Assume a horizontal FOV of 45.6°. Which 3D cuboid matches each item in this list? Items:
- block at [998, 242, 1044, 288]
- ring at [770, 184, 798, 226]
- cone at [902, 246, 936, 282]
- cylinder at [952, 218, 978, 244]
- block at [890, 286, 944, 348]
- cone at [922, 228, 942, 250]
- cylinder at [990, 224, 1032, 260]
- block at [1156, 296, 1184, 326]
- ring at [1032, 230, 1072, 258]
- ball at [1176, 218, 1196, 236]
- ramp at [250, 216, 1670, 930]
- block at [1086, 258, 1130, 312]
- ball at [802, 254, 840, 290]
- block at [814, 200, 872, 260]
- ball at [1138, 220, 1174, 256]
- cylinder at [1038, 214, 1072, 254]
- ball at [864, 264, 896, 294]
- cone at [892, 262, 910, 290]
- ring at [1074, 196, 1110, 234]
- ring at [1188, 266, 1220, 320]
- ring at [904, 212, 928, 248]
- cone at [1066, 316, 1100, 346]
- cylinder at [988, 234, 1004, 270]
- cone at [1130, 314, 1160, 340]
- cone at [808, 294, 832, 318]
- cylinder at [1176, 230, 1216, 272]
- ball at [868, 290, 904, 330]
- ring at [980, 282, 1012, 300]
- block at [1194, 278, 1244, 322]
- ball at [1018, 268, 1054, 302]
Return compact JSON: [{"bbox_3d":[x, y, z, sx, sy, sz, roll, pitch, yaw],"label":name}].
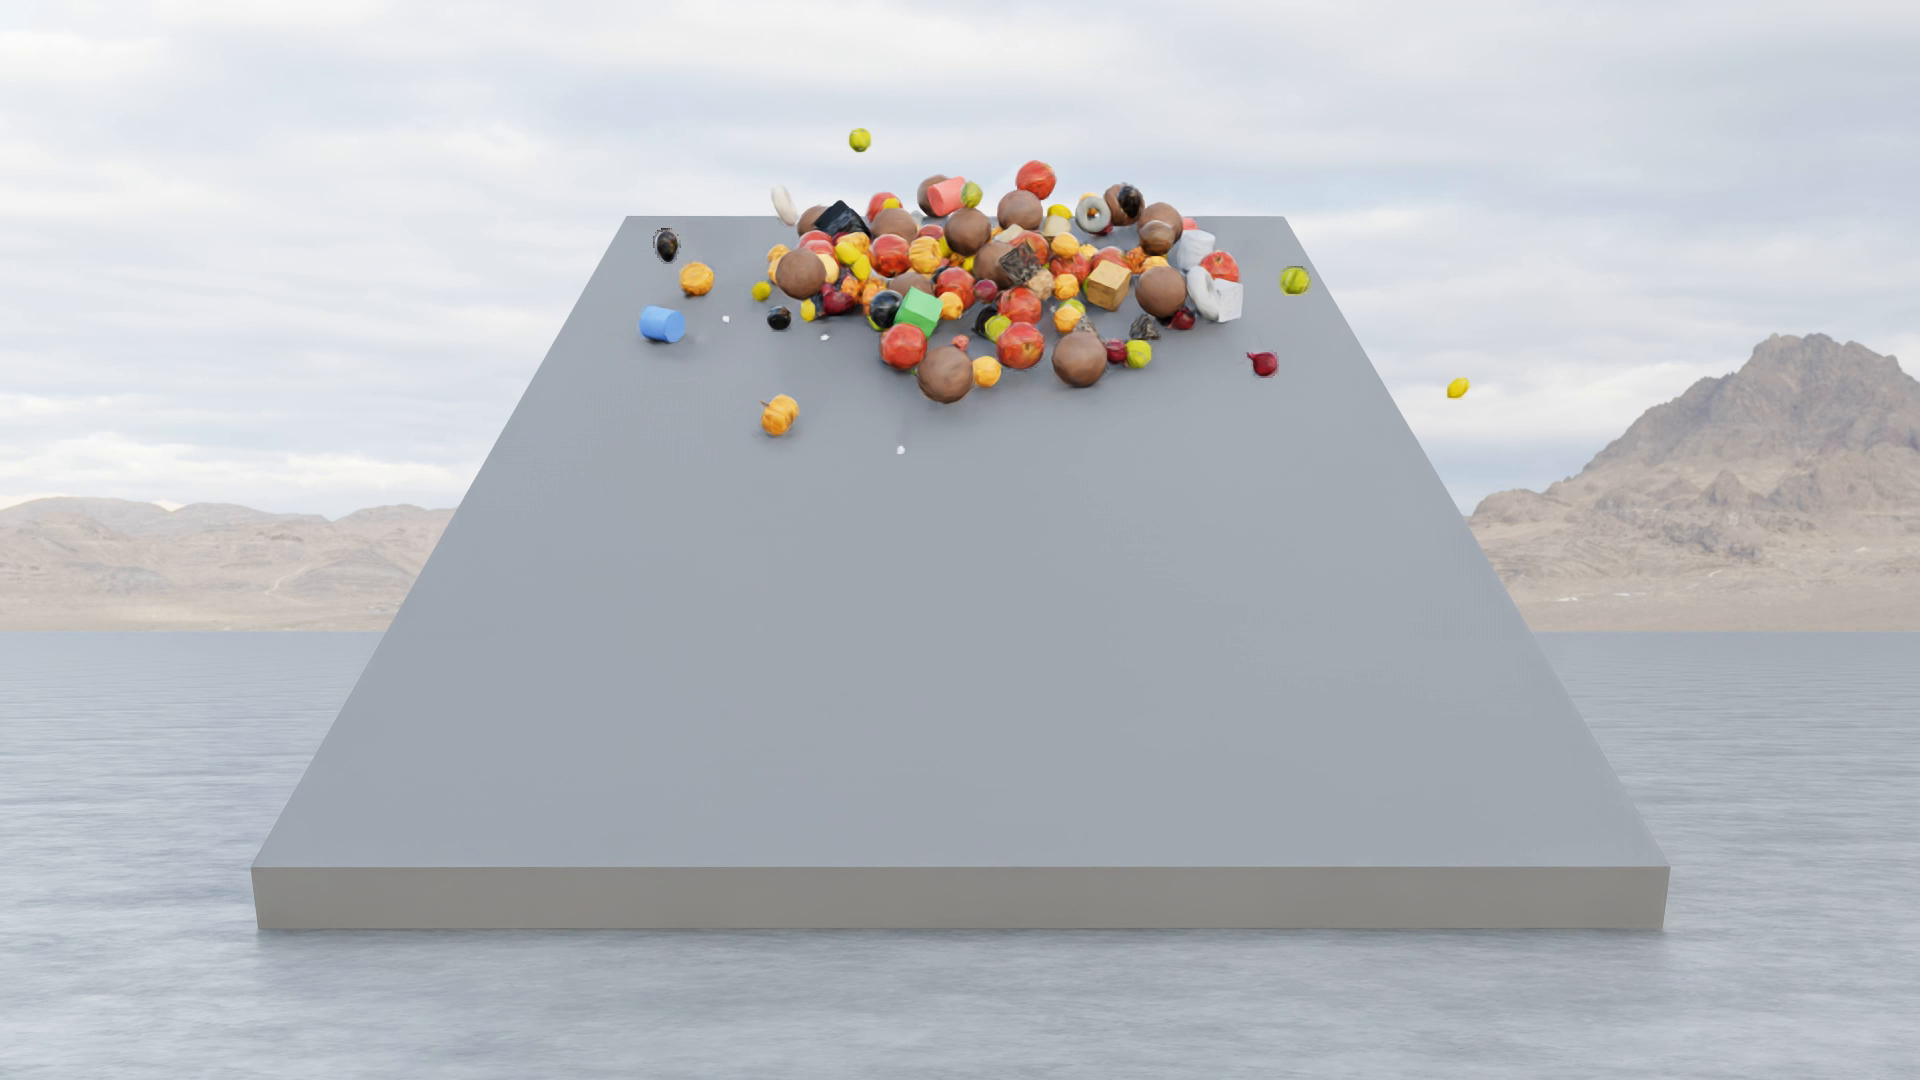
[{"bbox_3d":[0.152,-0.683,5.672,0.082,0.082,0.082,-34,2,3],"label":"block"},{"bbox_3d":[-0.474,-0.903,6.157,0.039,0.118,0.118,-22,-6,9],"label":"ring"},{"bbox_3d":[-0.134,-0.737,6.176,0.098,0.098,0.098,1,-6,-31],"label":"cone"},{"bbox_3d":[0.015,-0.871,6.430,0.053,0.053,0.053,27,1,0],"label":"cylinder"},{"bbox_3d":[-0.103,-0.533,5.461,0.087,0.087,0.087,25,-47,-10],"label":"block"},{"bbox_3d":[-0.088,-0.862,6.588,0.060,0.060,0.060,1,-5,-17],"label":"cone"},{"bbox_3d":[0.139,-0.796,6.169,0.080,0.080,0.080,-46,22,-26],"label":"cylinder"},{"bbox_3d":[0.536,-0.584,5.832,0.058,0.058,0.058,-4,22,-11],"label":"block"},{"bbox_3d":[0.259,-0.835,6.393,0.116,0.039,0.116,-11,-33,-7],"label":"ring"},{"bbox_3d":[0.662,-0.913,6.679,0.060,0.060,0.060,0,-2,0],"label":"ball"},{"bbox_3d":[-0.006,-0.216,5.099,2.000,0.100,4.000,0,21,0],"label":"ramp"},{"bbox_3d":[0.386,-0.662,5.936,0.082,0.082,0.082,25,-35,18],"label":"block"},{"bbox_3d":[-0.369,-0.709,6.040,0.098,0.098,0.098,0,-2,0],"label":"ball"},{"bbox_3d":[-0.328,-0.871,6.407,0.099,0.099,0.099,42,-8,42],"label":"block"},{"bbox_3d":[0.528,-0.809,6.137,0.097,0.097,0.097,0,-2,0],"label":"ball"},{"bbox_3d":[0.260,-0.837,6.254,0.074,0.074,0.074,13,-29,7],"label":"cylinder"},{"bbox_3d":[-0.213,-0.693,6.078,0.082,0.082,0.082,0,-2,0],"label":"ball"},{"bbox_3d":[-0.165,-0.717,6.156,0.070,0.070,0.070,0,21,0],"label":"cone"},{"bbox_3d":[0.383,-0.940,6.605,0.106,0.106,0.035,0,15,-5],"label":"ring"},{"bbox_3d":[0.611,-0.619,5.737,0.048,0.144,0.144,-18,-8,20],"label":"ring"},{"bbox_3d":[-0.126,-0.892,6.556,0.036,0.109,0.109,20,3,14],"label":"ring"},{"bbox_3d":[0.291,-0.503,5.653,0.079,0.079,0.079,-35,6,-12],"label":"cone"},{"bbox_3d":[0.124,-0.789,6.273,0.080,0.080,0.080,10,22,-4],"label":"cylinder"},{"bbox_3d":[0.467,-0.509,5.628,0.070,0.070,0.070,26,-16,-30],"label":"cone"},{"bbox_3d":[-0.347,-0.595,5.896,0.066,0.066,0.066,-1,-10,32],"label":"cone"},{"bbox_3d":[0.647,-0.795,6.273,0.093,0.093,0.093,9,23,-4],"label":"cylinder"},{"bbox_3d":[-0.175,-0.561,5.565,0.096,0.096,0.096,0,-2,0],"label":"ball"},{"bbox_3d":[0.096,-0.660,6.065,0.090,0.030,0.090,-1,23,0],"label":"ring"},{"bbox_3d":[0.666,-0.617,5.880,0.086,0.086,0.086,-18,27,-38],"label":"block"},{"bbox_3d":[0.198,-0.662,5.918,0.094,0.094,0.094,0,-2,0],"label":"ball"}]
